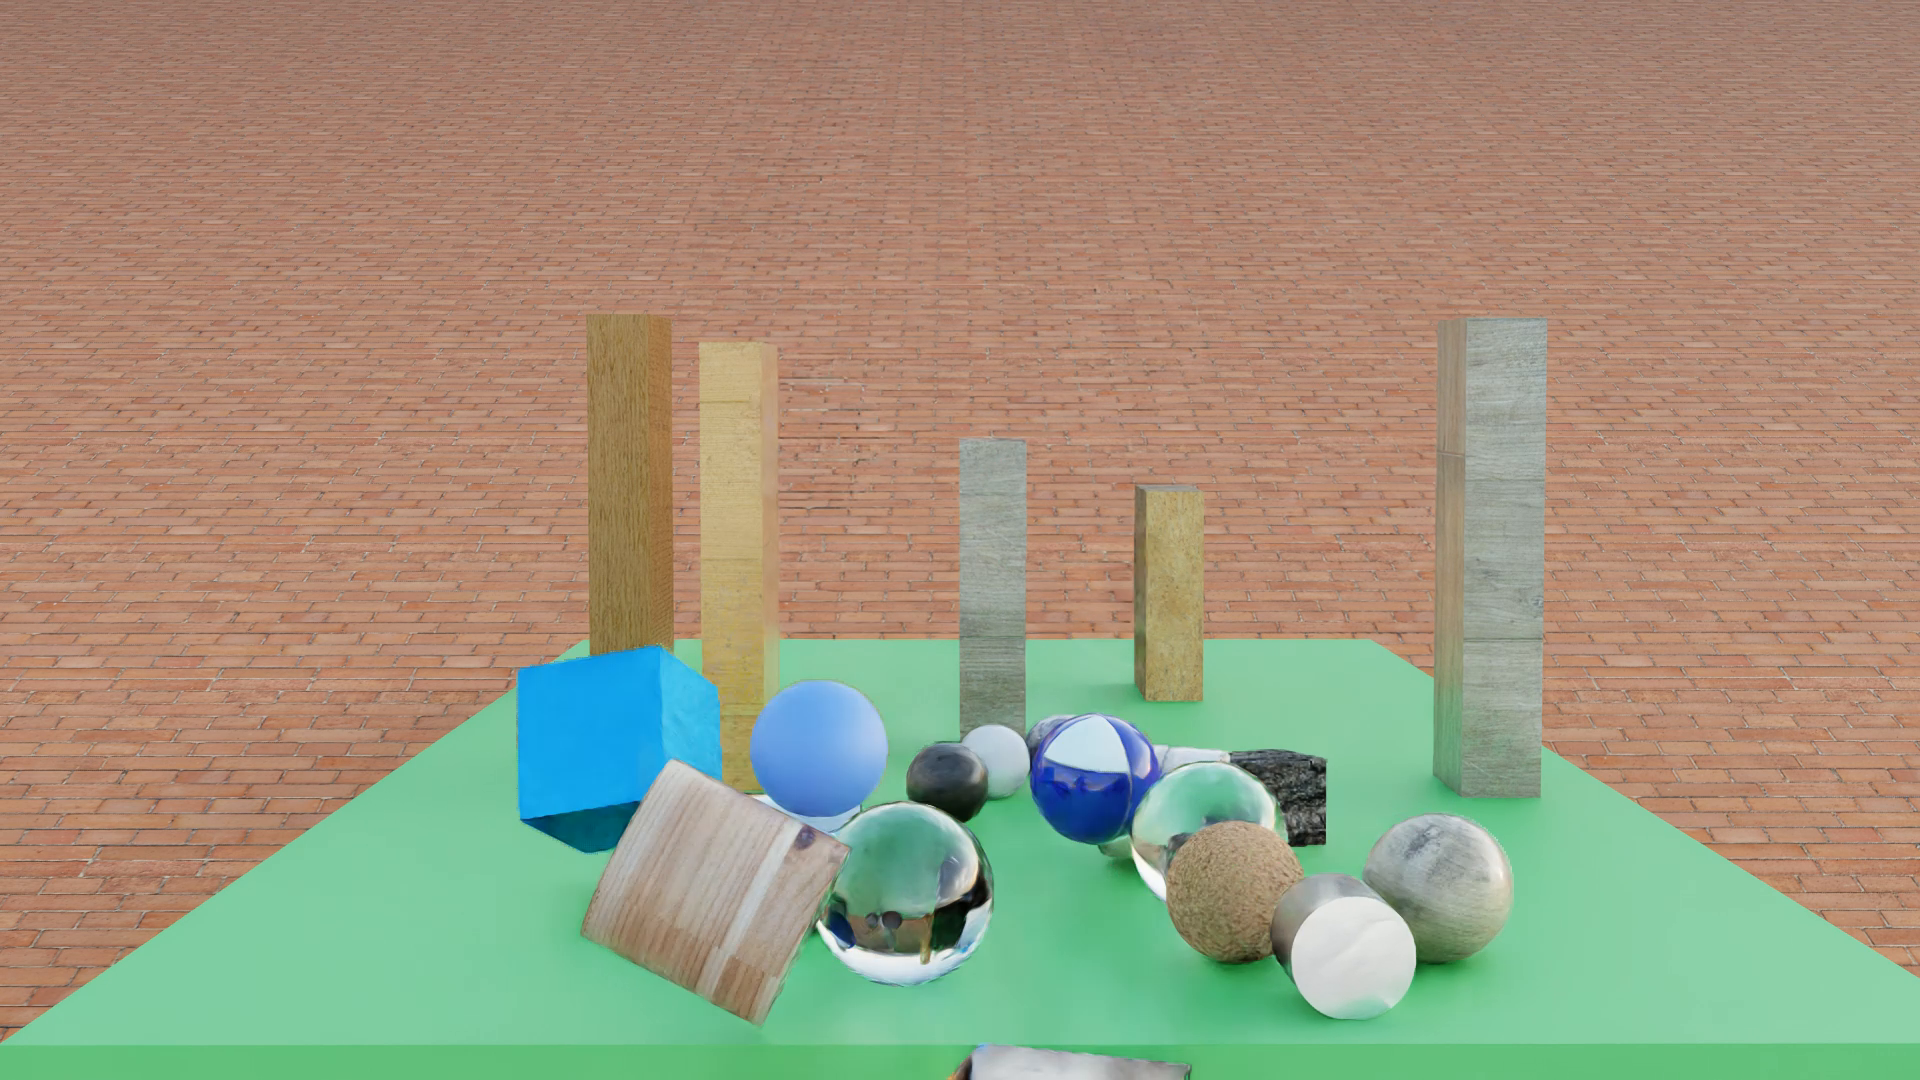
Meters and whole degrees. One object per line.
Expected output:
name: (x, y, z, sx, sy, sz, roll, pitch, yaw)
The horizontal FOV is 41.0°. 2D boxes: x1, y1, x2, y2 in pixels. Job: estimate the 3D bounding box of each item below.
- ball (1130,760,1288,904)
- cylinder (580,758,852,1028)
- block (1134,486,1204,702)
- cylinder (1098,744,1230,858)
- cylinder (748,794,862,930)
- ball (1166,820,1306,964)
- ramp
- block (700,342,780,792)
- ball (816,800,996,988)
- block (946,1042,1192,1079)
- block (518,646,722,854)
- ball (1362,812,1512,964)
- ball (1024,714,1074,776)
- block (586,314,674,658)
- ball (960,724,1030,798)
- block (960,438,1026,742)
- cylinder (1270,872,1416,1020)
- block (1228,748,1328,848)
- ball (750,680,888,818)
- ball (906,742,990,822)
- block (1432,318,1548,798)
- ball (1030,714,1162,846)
ball: (0.304, 0.365, 3.137, 0.191, 0.191, 0.191, 0, 20, 0)
cylinder: (-0.240, 0.348, 2.537, 0.197, 0.197, 0.197, 27, 23, 3)
block: (0.438, 0.105, 5.416, 0.117, 0.429, 0.340, 0, 4, 0)
cylinder: (0.277, 0.356, 3.478, 0.156, 0.156, 0.156, 3, 20, 16)
cylinder: (-0.200, 0.384, 3.069, 0.160, 0.160, 0.160, 1, 20, 0)
ball: (0.311, 0.396, 2.888, 0.159, 0.159, 0.159, 0, 20, 0)
ramp: (0.047, 0.425, 4.533, 2.000, 0.100, 4.000, 0, 4, 0)
block: (-0.363, 0.033, 4.269, 0.098, 0.715, 0.371, 0, 4, 0)
ball: (-0.062, 0.382, 2.779, 0.200, 0.200, 0.200, 0, 20, 0)
block: (0.091, 0.597, 2.353, 0.205, 0.205, 0.205, 3, 4, 14)
block: (-0.432, 0.271, 3.284, 0.195, 0.195, 0.195, -10, -22, 14)
ball: (0.537, 0.391, 2.890, 0.168, 0.168, 0.168, 0, 20, 0)
ball: (0.163, 0.339, 4.082, 0.126, 0.126, 0.126, 0, 20, 0)
block: (-0.712, -0.087, 5.580, 0.130, 0.794, 0.429, 0, 4, 0)
ball: (0.052, 0.347, 4.028, 0.117, 0.117, 0.117, 0, 20, 0)
block: (0.057, 0.096, 4.594, 0.116, 0.550, 0.265, 0, 4, 0)
cylinder: (0.399, 0.424, 2.687, 0.129, 0.129, 0.129, -1, 4, -3)
block: (0.436, 0.368, 3.654, 0.121, 0.121, 0.121, -2, 4, -29)
ball: (-0.145, 0.214, 2.636, 0.141, 0.141, 0.141, 0, 20, 0)
ball: (-0.019, 0.360, 3.778, 0.123, 0.123, 0.123, 0, 20, 0)
block: (0.850, 0.022, 4.133, 0.125, 0.752, 0.241, 0, 4, 0)
ball: (0.173, 0.305, 3.276, 0.168, 0.168, 0.168, 0, 20, 0)
